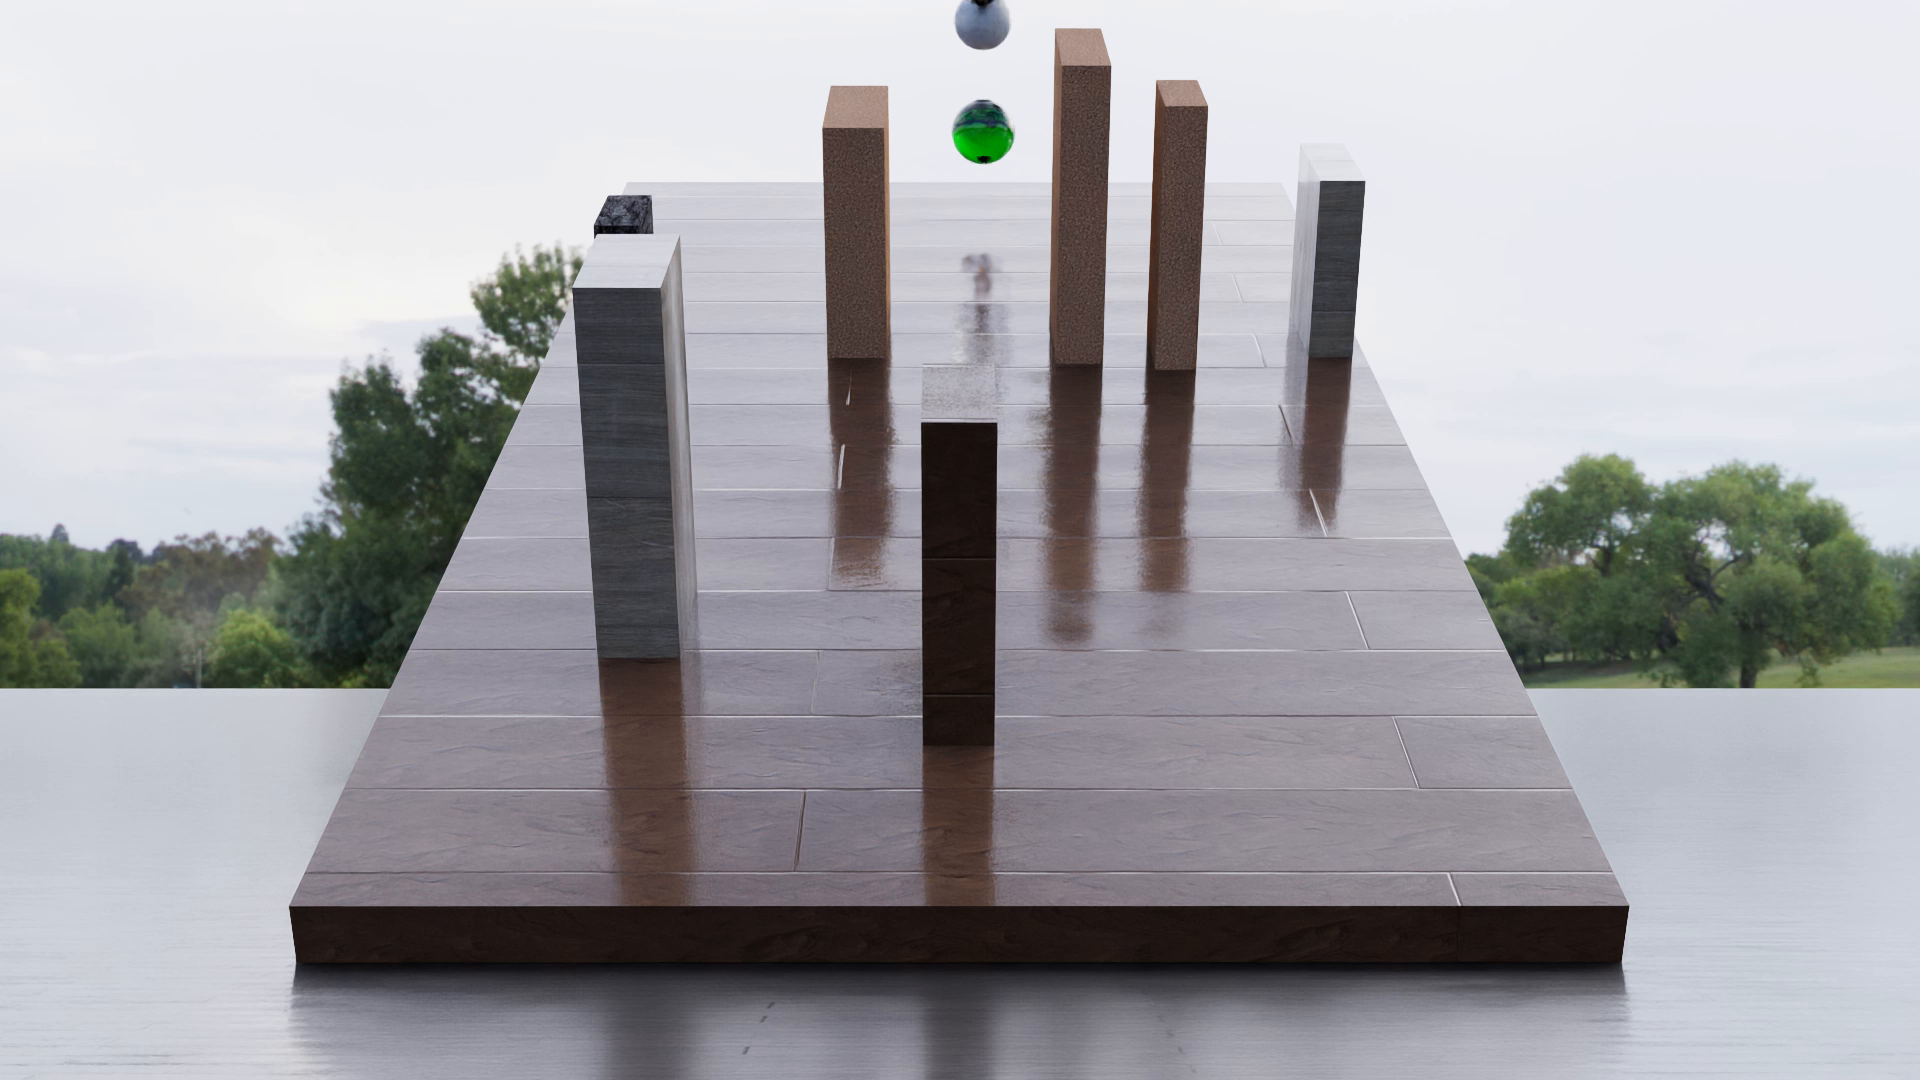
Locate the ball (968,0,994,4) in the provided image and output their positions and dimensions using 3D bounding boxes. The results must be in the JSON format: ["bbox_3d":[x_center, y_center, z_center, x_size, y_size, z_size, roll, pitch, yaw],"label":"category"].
[{"bbox_3d":[0.064,-1.669,6.955,0.140,0.140,0.140,0,-3,0],"label":"ball"}]

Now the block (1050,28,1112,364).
[{"bbox_3d":[0.290,-0.842,5.679,0.114,0.725,0.411,0,24,0],"label":"block"}]

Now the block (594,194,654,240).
[{"bbox_3d":[-0.779,-0.576,5.465,0.102,0.410,0.251,0,24,0],"label":"block"}]

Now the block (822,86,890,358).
[{"bbox_3d":[-0.251,-0.791,5.752,0.145,0.570,0.426,0,24,0],"label":"block"}]

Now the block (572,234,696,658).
[{"bbox_3d":[-0.581,-0.170,4.210,0.149,0.700,0.310,0,24,0],"label":"block"}]

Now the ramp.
[{"bbox_3d":[-0.008,-0.228,5.319,2.000,0.100,4.000,0,24,0],"label":"ramp"}]

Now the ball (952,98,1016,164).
[{"bbox_3d":[0.068,-1.180,6.728,0.186,0.186,0.186,0,-3,0],"label":"ball"}]

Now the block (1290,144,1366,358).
[{"bbox_3d":[0.904,-0.719,5.754,0.108,0.442,0.346,0,24,0],"label":"block"}]

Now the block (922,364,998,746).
[{"bbox_3d":[-0.002,0.024,3.925,0.121,0.583,0.275,0,24,0],"label":"block"}]

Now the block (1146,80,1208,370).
[{"bbox_3d":[0.519,-0.756,5.591,0.099,0.641,0.263,0,24,0],"label":"block"}]

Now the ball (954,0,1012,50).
[{"bbox_3d":[0.070,-1.580,7.086,0.178,0.178,0.178,0,-3,0],"label":"ball"}]
